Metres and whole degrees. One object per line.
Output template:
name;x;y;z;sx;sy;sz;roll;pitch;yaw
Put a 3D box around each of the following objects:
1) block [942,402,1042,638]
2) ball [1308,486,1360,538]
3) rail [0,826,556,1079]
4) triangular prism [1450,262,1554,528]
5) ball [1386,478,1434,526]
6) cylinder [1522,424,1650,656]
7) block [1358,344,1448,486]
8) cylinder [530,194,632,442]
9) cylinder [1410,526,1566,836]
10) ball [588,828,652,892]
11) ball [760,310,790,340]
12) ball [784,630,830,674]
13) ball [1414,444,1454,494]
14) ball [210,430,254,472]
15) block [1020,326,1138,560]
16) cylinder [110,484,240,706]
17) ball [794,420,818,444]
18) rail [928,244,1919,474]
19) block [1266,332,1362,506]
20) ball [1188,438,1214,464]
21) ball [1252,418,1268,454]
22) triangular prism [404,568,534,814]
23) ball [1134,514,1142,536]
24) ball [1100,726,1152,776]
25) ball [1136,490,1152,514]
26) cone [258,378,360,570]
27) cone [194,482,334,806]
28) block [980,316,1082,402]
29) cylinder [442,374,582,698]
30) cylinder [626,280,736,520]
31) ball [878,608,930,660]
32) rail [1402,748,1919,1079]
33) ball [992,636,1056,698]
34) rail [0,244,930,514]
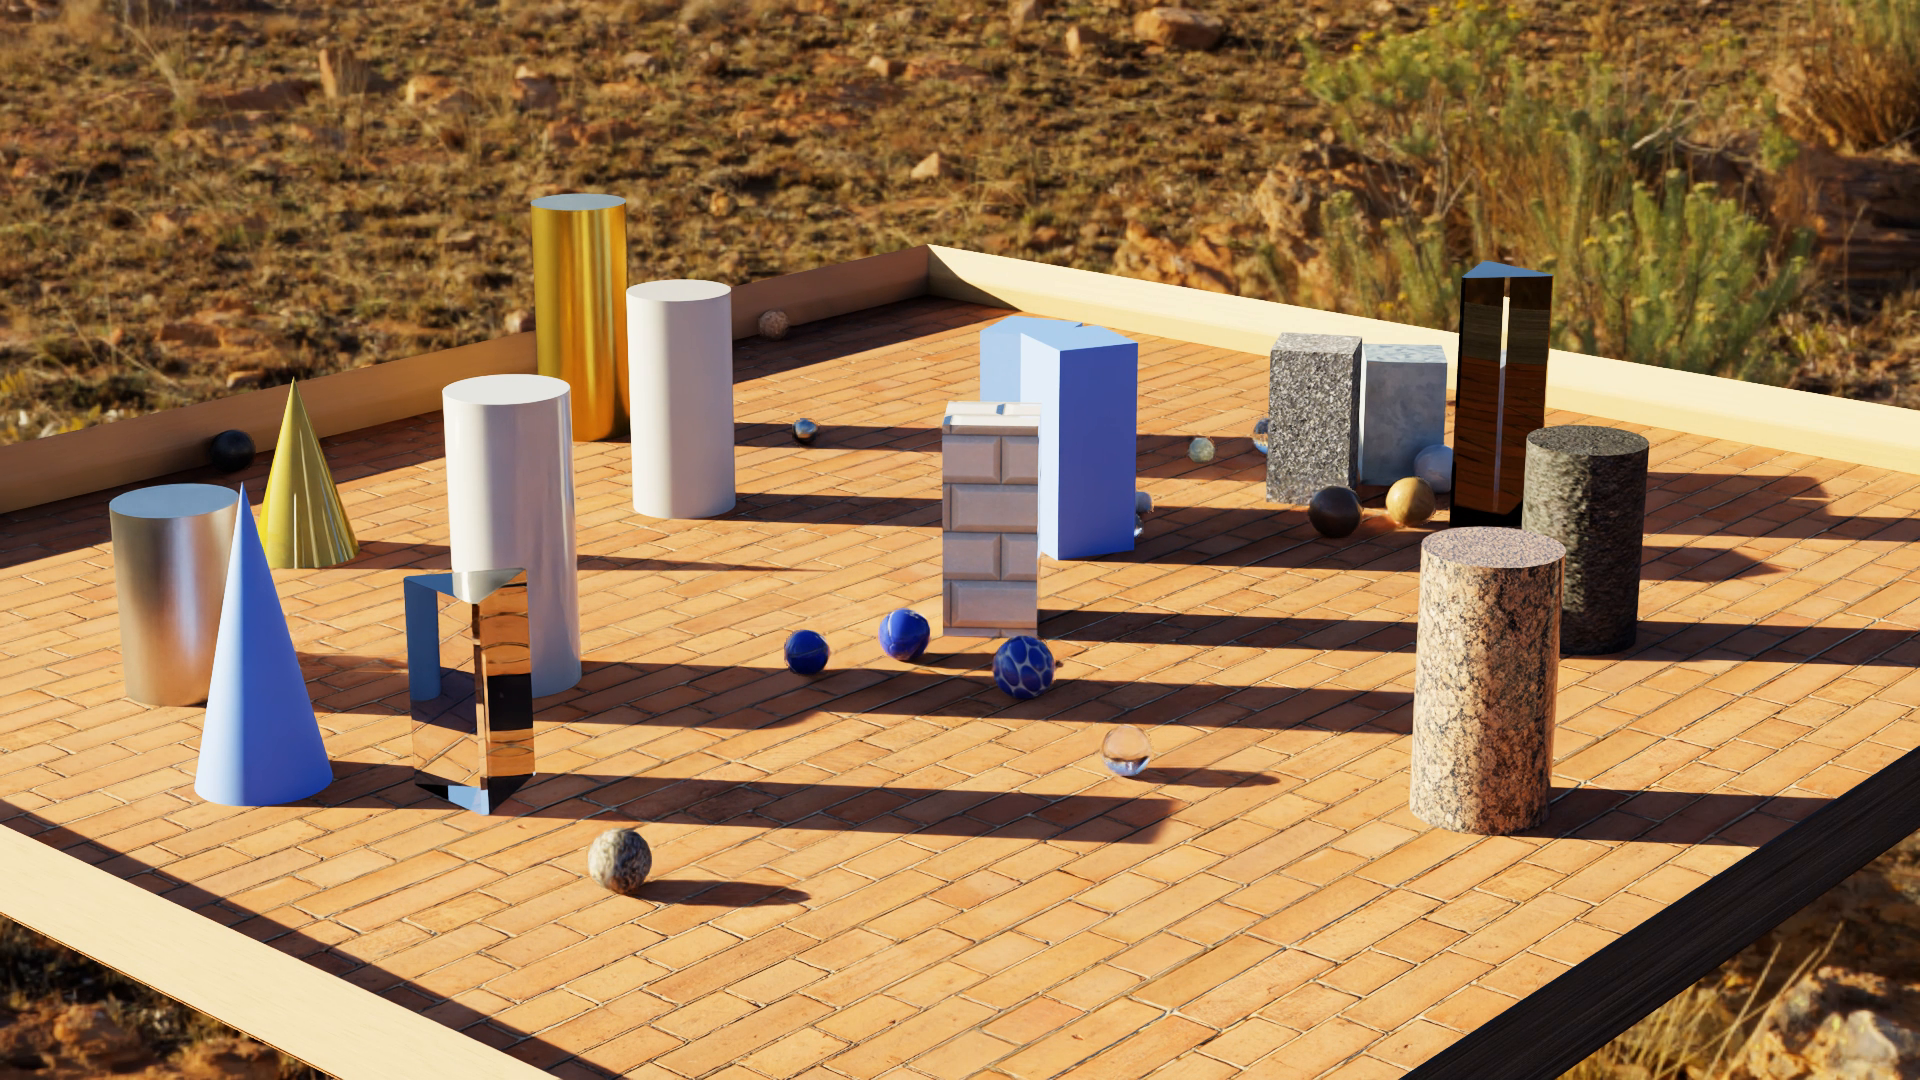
block;0.055;-0.035;4.935;0.158;0.367;0.158;1;17;3
ball;0.698;-0.053;5.461;0.097;0.097;0.097;0;17;0
rail;-1.200;0.431;3.797;3.439;0.128;0.045;14;22;39
triangular prism;1.003;-0.278;5.543;0.171;0.479;0.148;-2;17;-6
ball;0.850;-0.072;5.535;0.091;0.091;0.091;0;17;0
cylinder;1.032;-0.001;4.867;0.197;0.341;0.197;0;17;0
block;0.881;-0.251;5.849;0.158;0.251;0.158;1;17;4
cylinder;-0.792;-0.468;6.158;0.197;0.489;0.197;0;17;0
cylinder;0.740;0.196;4.124;0.197;0.391;0.197;0;17;0
ball;-0.452;0.425;3.896;0.085;0.085;0.085;0;17;0
ball;-0.445;-0.515;7.034;0.074;0.074;0.074;0;17;0
ball;-0.246;0.181;4.725;0.073;0.073;0.073;0;17;0
ball;0.937;-0.139;5.744;0.098;0.098;0.098;0;17;0
ball;-1.465;-0.179;5.900;0.084;0.084;0.084;0;17;0
block;0.216;-0.180;5.372;0.158;0.391;0.158;-7;18;-23
cylinder;-1.230;0.085;4.637;0.197;0.307;0.197;0;17;0
ball;-0.323;-0.226;6.114;0.050;0.050;0.050;0;17;0
rail;1.200;-0.367;6.443;3.439;0.128;0.045;14;22;39
block;0.690;-0.235;5.707;0.158;0.304;0.158;4;17;13
ball;0.492;-0.182;5.964;0.053;0.053;0.053;0;17;0
ball;0.641;-0.214;6.023;0.080;0.080;0.080;0;17;0
triangular prism;-0.680;0.207;4.220;0.148;0.316;0.171;-16;23;-42
ball;0.314;-0.028;5.458;0.050;0.050;0.050;0;17;0
ball;0.244;0.309;4.298;0.075;0.075;0.075;0;17;0
ball;0.346;-0.072;5.612;0.045;0.045;0.045;0;17;0
cone;-1.199;-0.136;5.325;0.197;0.333;0.197;0;17;0
cone;-1.016;0.134;4.217;0.197;0.456;0.197;0;17;0
block;0.145;-0.295;5.943;0.158;0.281;0.158;7;18;23
cylinder;-0.707;-0.006;4.644;0.197;0.479;0.197;0;17;0
cylinder;-0.533;-0.271;5.617;0.197;0.423;0.197;0;17;0
ball;-0.091;0.154;4.792;0.086;0.086;0.086;0;17;0
rail;1.280;0.353;4.055;0.045;0.128;3.707;14;22;39
ball;0.100;0.200;4.618;0.099;0.099;0.099;0;17;0
rail;-1.280;-0.289;6.184;0.045;0.128;3.707;14;22;39
